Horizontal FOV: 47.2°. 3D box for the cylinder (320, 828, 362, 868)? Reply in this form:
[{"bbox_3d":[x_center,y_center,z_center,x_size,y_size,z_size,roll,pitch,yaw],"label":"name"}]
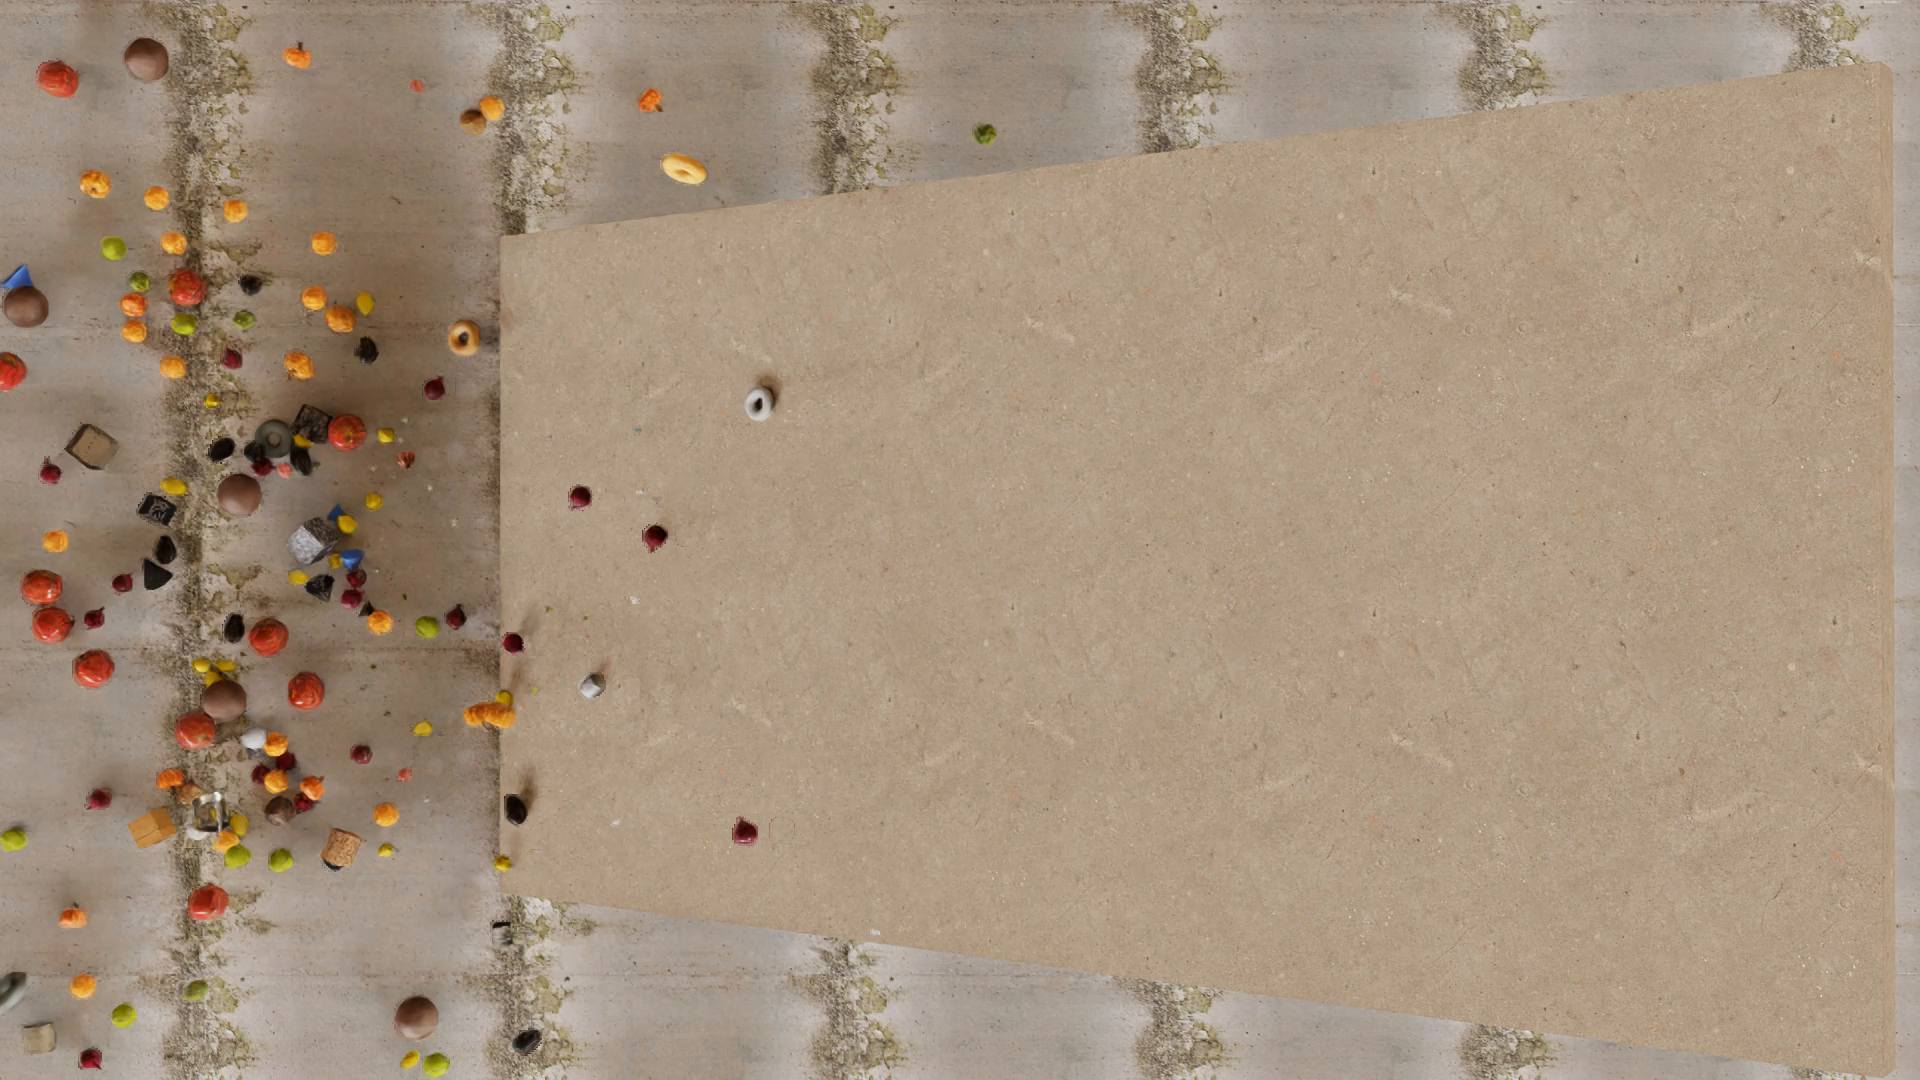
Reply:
[{"bbox_3d":[-1.866,0.929,6.635,0.095,0.095,0.095,21,83,0],"label":"cylinder"}]

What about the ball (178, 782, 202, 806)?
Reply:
[{"bbox_3d":[-2.360,0.779,6.745,0.069,0.069,0.069,0,90,0],"label":"ball"}]

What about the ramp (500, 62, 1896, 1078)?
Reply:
[{"bbox_3d":[0.234,0.066,5.554,4.000,0.100,2.000,0,89,37],"label":"ramp"}]

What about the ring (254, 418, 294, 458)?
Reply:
[{"bbox_3d":[-2.110,-0.312,6.767,0.122,0.041,0.122,0,94,0],"label":"ring"}]

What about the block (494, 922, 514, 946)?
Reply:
[{"bbox_3d":[-1.395,1.203,6.715,0.053,0.053,0.053,-6,55,-9],"label":"block"}]

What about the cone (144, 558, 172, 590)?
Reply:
[{"bbox_3d":[-2.472,0.090,6.722,0.090,0.090,0.090,-19,126,0],"label":"cone"}]

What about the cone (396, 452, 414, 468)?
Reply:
[{"bbox_3d":[-1.694,-0.232,6.737,0.054,0.054,0.054,-26,46,0],"label":"cone"}]

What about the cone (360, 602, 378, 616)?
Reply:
[{"bbox_3d":[-1.811,0.224,6.770,0.054,0.054,0.054,32,90,-23],"label":"cone"}]

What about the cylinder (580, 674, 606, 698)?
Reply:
[{"bbox_3d":[-1.073,0.425,6.422,0.053,0.053,0.053,-38,90,26],"label":"cylinder"}]

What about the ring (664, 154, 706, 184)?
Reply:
[{"bbox_3d":[-0.780,-1.052,6.233,0.126,0.126,0.042,15,74,0],"label":"ring"}]

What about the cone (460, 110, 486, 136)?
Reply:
[{"bbox_3d":[-1.496,-1.280,6.747,0.079,0.079,0.079,-2,101,-8],"label":"cone"}]

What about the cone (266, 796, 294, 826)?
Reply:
[{"bbox_3d":[-2.097,0.836,6.734,0.091,0.091,0.091,0,90,0],"label":"cone"}]

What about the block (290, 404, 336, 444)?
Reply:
[{"bbox_3d":[-1.982,-0.354,6.744,0.089,0.089,0.089,29,90,0],"label":"block"}]

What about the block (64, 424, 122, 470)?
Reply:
[{"bbox_3d":[-2.657,-0.284,6.739,0.098,0.098,0.098,37,90,0],"label":"block"}]

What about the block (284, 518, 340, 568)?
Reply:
[{"bbox_3d":[-1.981,0.006,6.724,0.096,0.096,0.096,45,111,0],"label":"block"}]

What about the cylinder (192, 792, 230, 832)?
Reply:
[{"bbox_3d":[-2.245,0.818,6.592,0.091,0.091,0.091,-5,104,0],"label":"cylinder"}]

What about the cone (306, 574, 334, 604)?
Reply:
[{"bbox_3d":[-1.939,0.166,6.705,0.087,0.087,0.087,-10,132,0],"label":"cone"}]

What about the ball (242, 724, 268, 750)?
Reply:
[{"bbox_3d":[-2.072,0.577,6.456,0.074,0.074,0.074,0,90,0],"label":"ball"}]

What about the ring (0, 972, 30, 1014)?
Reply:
[{"bbox_3d":[-2.903,1.381,6.702,0.149,0.149,0.050,-38,120,0],"label":"ring"}]

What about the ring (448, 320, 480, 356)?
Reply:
[{"bbox_3d":[-1.523,-0.619,6.758,0.114,0.038,0.114,1,91,24],"label":"ring"}]

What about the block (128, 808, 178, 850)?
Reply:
[{"bbox_3d":[-2.470,0.883,6.727,0.087,0.087,0.087,-28,87,9],"label":"block"}]

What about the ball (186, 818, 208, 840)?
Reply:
[{"bbox_3d":[-2.322,0.879,6.703,0.068,0.068,0.068,0,90,0],"label":"ball"}]

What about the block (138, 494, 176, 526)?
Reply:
[{"bbox_3d":[-2.456,-0.092,6.732,0.066,0.066,0.066,11,68,32],"label":"block"}]

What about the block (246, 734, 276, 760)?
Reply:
[{"bbox_3d":[-2.146,0.633,6.748,0.066,0.066,0.066,-10,90,0],"label":"block"}]

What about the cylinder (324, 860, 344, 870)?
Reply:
[{"bbox_3d":[-1.908,0.964,6.722,0.072,0.072,0.072,-3,99,-19],"label":"cylinder"}]

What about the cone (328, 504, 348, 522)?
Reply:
[{"bbox_3d":[-1.906,-0.072,6.773,0.057,0.057,0.057,38,90,-26],"label":"cone"}]

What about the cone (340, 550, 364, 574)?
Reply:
[{"bbox_3d":[-1.869,0.076,6.769,0.071,0.071,0.071,4,116,0],"label":"cone"}]

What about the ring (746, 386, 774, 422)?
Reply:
[{"bbox_3d":[-0.551,-0.375,6.057,0.097,0.032,0.097,1,92,37],"label":"ring"}]
